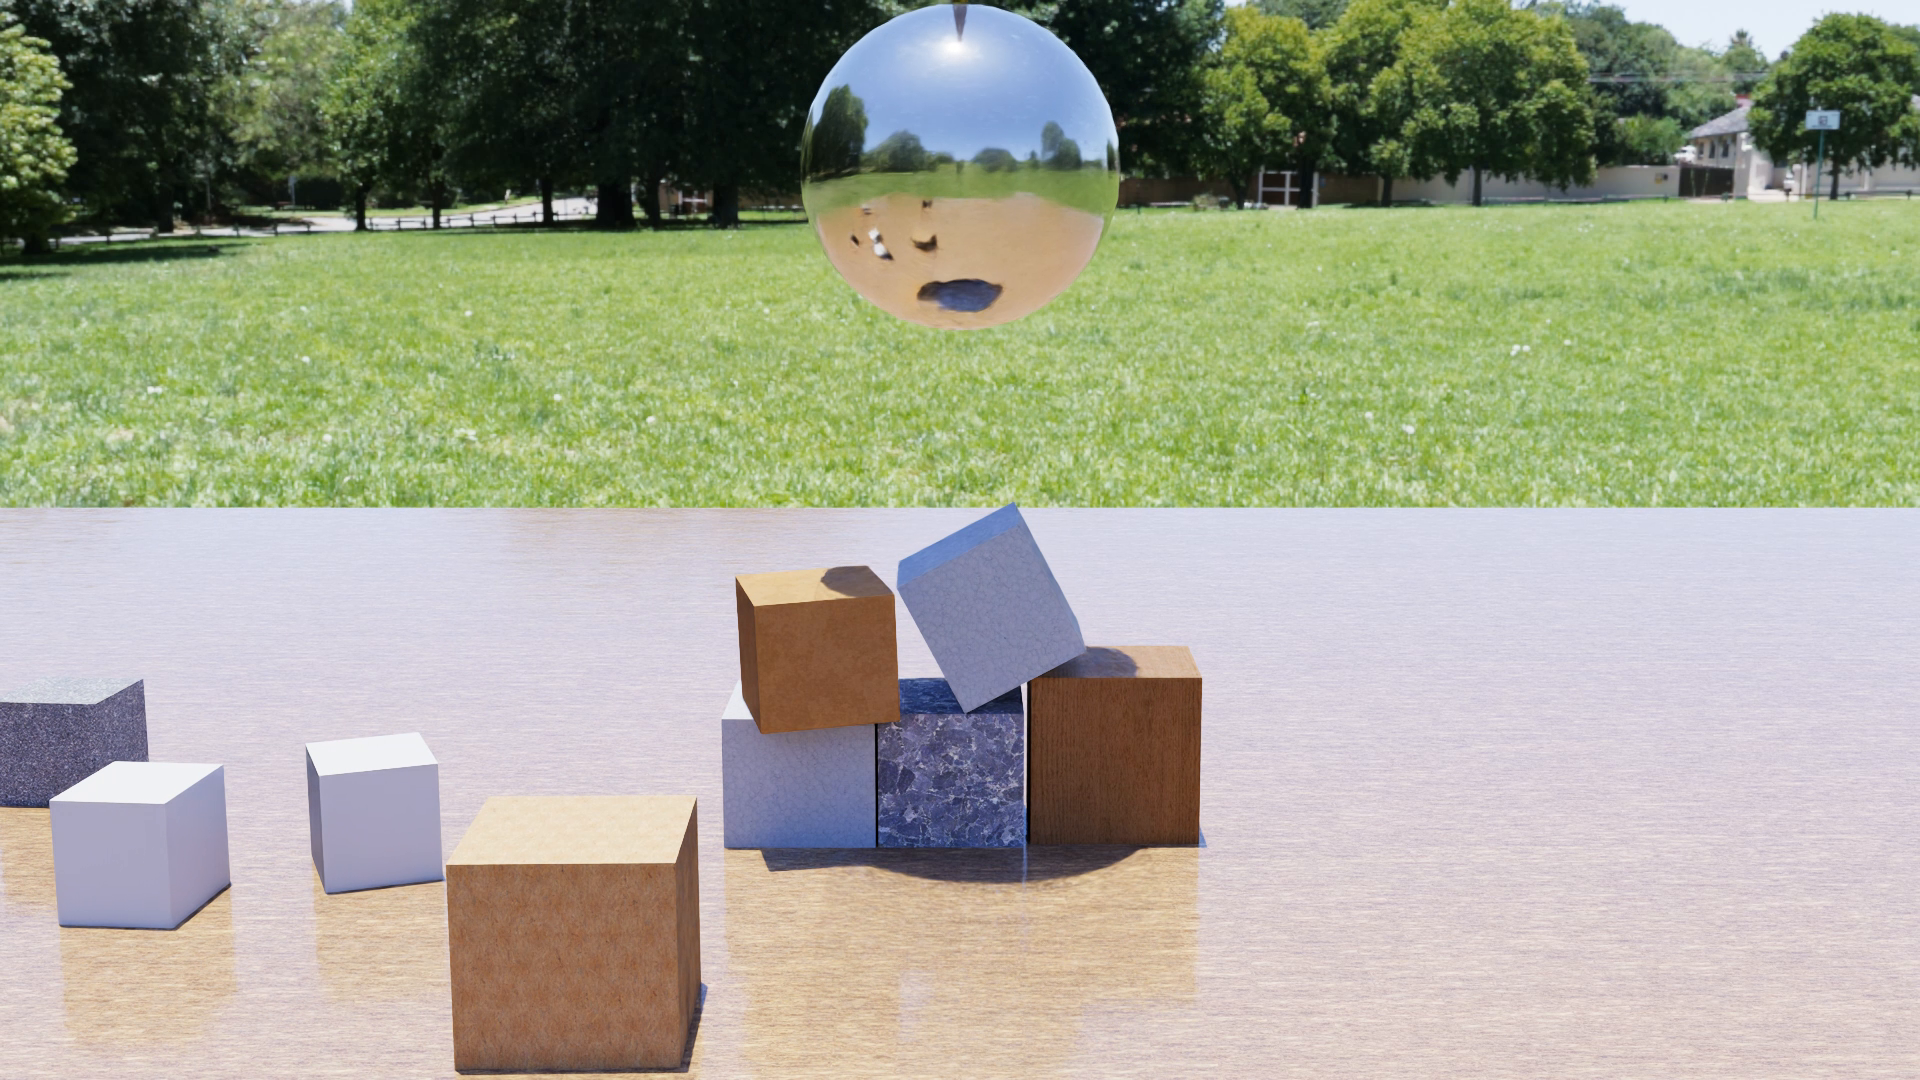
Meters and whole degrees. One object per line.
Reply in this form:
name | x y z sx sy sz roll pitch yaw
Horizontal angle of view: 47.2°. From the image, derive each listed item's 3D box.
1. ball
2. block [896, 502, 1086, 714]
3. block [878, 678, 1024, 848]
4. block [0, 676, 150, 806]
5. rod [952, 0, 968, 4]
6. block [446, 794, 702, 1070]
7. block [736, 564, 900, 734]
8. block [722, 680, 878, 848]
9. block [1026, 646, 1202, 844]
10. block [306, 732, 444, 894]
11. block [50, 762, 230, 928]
ball | 0.000 -1.843 10.923 1.600 1.600 1.600 0 10 0
block | 0.154 0.332 11.205 0.681 0.722 0.700 -28 9 4
block | -0.045 1.139 11.373 0.729 0.691 0.758 0 10 0
block | -4.832 1.092 11.962 0.584 0.571 0.565 1 10 5
rod | 0.000 -5.180 10.272 0.080 5.200 0.080 0 11 0
block | -1.515 1.544 8.784 0.862 0.819 0.873 0 10 -1
block | -0.723 0.535 11.039 0.687 0.637 0.773 -5 11 -12
block | -0.803 1.147 11.393 0.764 0.667 0.803 0 10 0
block | 0.781 1.048 11.379 0.852 0.866 0.705 0 10 0
block | -2.857 1.317 10.713 0.549 0.576 0.604 -4 11 -22
block | -3.792 1.404 10.204 0.536 0.585 0.633 1 10 5
